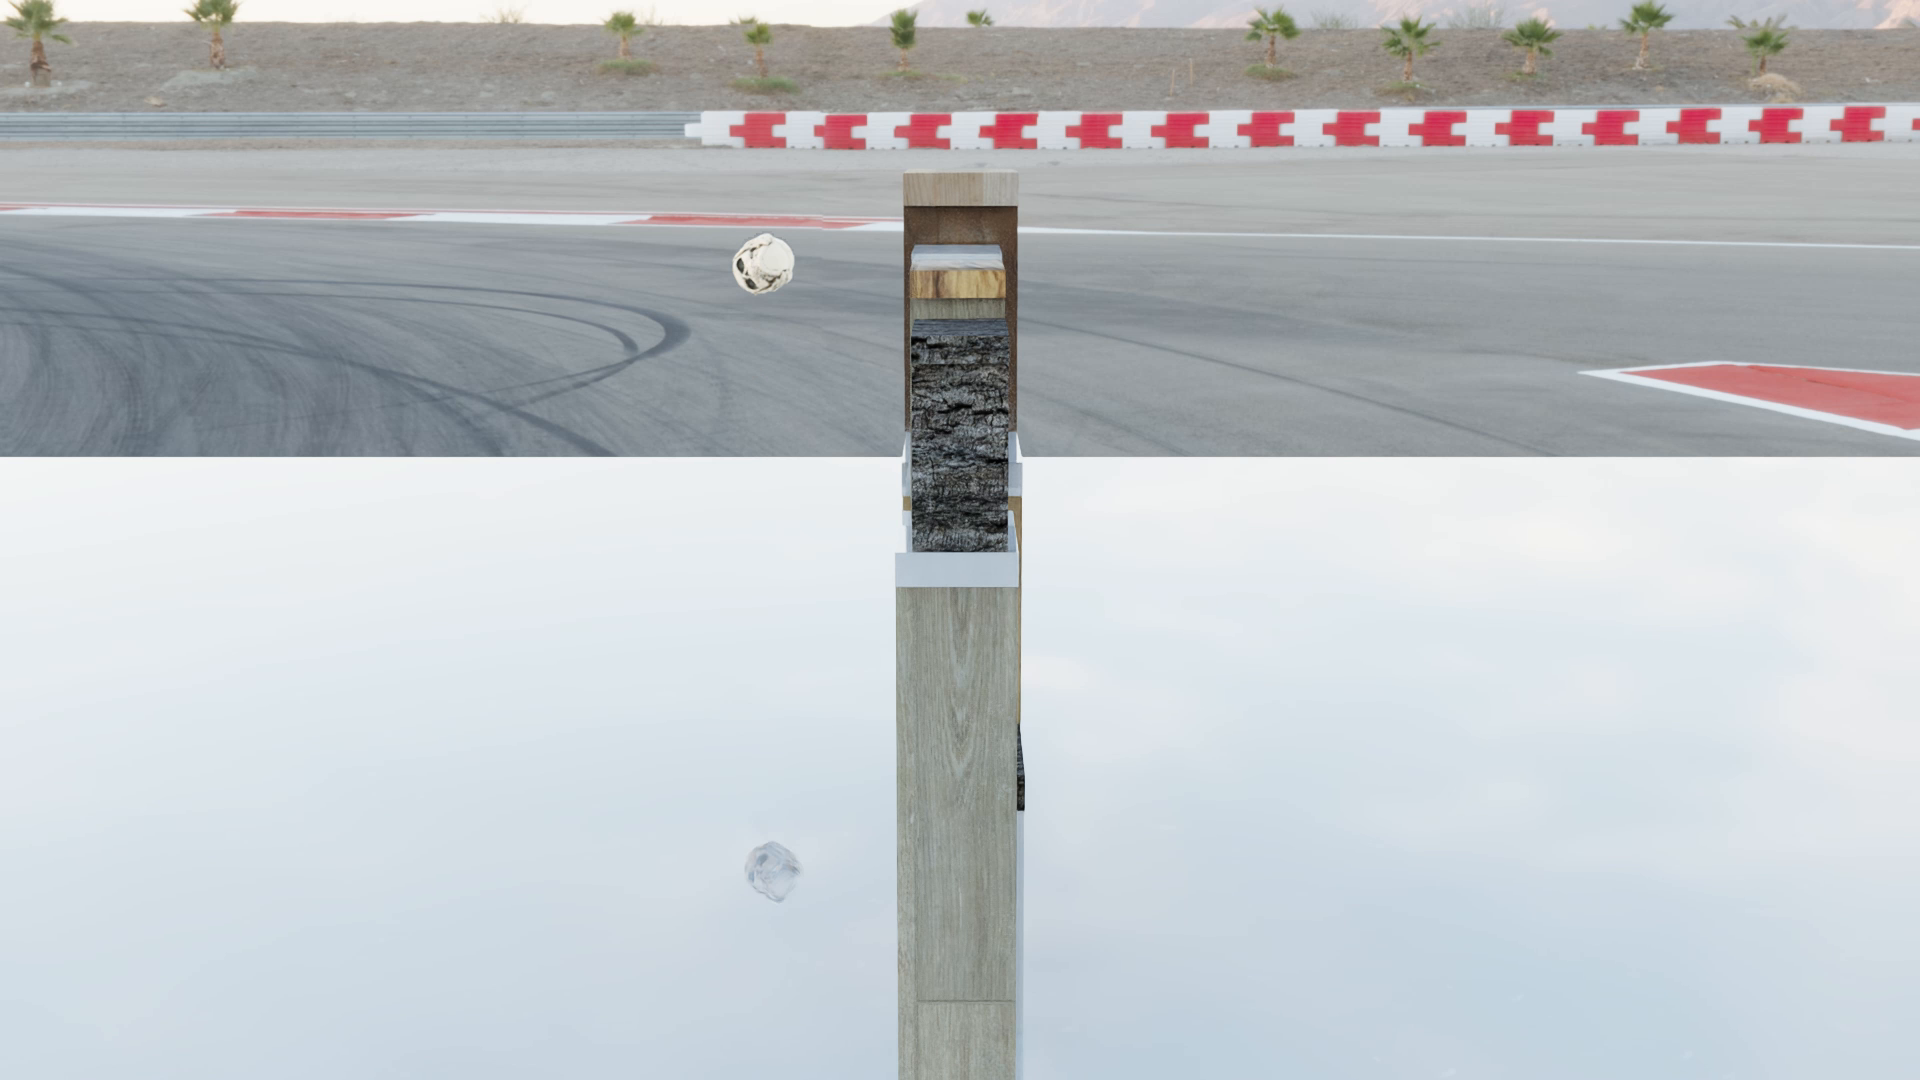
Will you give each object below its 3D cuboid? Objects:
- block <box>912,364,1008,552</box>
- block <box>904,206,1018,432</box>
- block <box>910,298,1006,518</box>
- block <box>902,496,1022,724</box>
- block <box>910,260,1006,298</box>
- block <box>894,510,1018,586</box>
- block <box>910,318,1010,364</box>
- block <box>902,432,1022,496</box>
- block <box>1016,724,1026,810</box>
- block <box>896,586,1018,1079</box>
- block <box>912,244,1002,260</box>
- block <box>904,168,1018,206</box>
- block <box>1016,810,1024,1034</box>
[{"bbox_3d":[0.000,-0.105,2.723,0.119,0.238,0.034,0,11,0],"label":"block"},{"bbox_3d":[0.001,-0.351,3.474,0.177,0.355,0.050,0,11,0],"label":"block"},{"bbox_3d":[-0.003,-0.179,2.959,0.126,0.298,0.036,0,11,0],"label":"block"},{"bbox_3d":[0.003,0.098,3.256,0.174,0.348,0.049,0,11,0],"label":"block"},{"bbox_3d":[-0.004,-0.359,3.010,0.126,0.036,0.252,0,11,0],"label":"block"},{"bbox_3d":[-0.004,0.009,2.882,0.154,0.044,0.308,0,11,0],"label":"block"},{"bbox_3d":[0.000,-0.252,2.776,0.119,0.034,0.238,0,11,0],"label":"block"},{"bbox_3d":[0.003,-0.119,3.334,0.174,0.049,0.348,0,11,0],"label":"block"},{"bbox_3d":[0.004,0.316,3.167,0.169,0.048,0.337,0,11,0],"label":"block"},{"bbox_3d":[-0.004,0.390,2.849,0.154,0.693,0.044,0,11,0],"label":"block"},{"bbox_3d":[-0.005,-0.414,3.266,0.130,0.037,0.259,0,11,0],"label":"block"},{"bbox_3d":[0.001,-0.571,3.553,0.177,0.050,0.355,0,11,0],"label":"block"},{"bbox_3d":[0.004,0.526,3.091,0.169,0.337,0.048,0,11,0],"label":"block"}]
